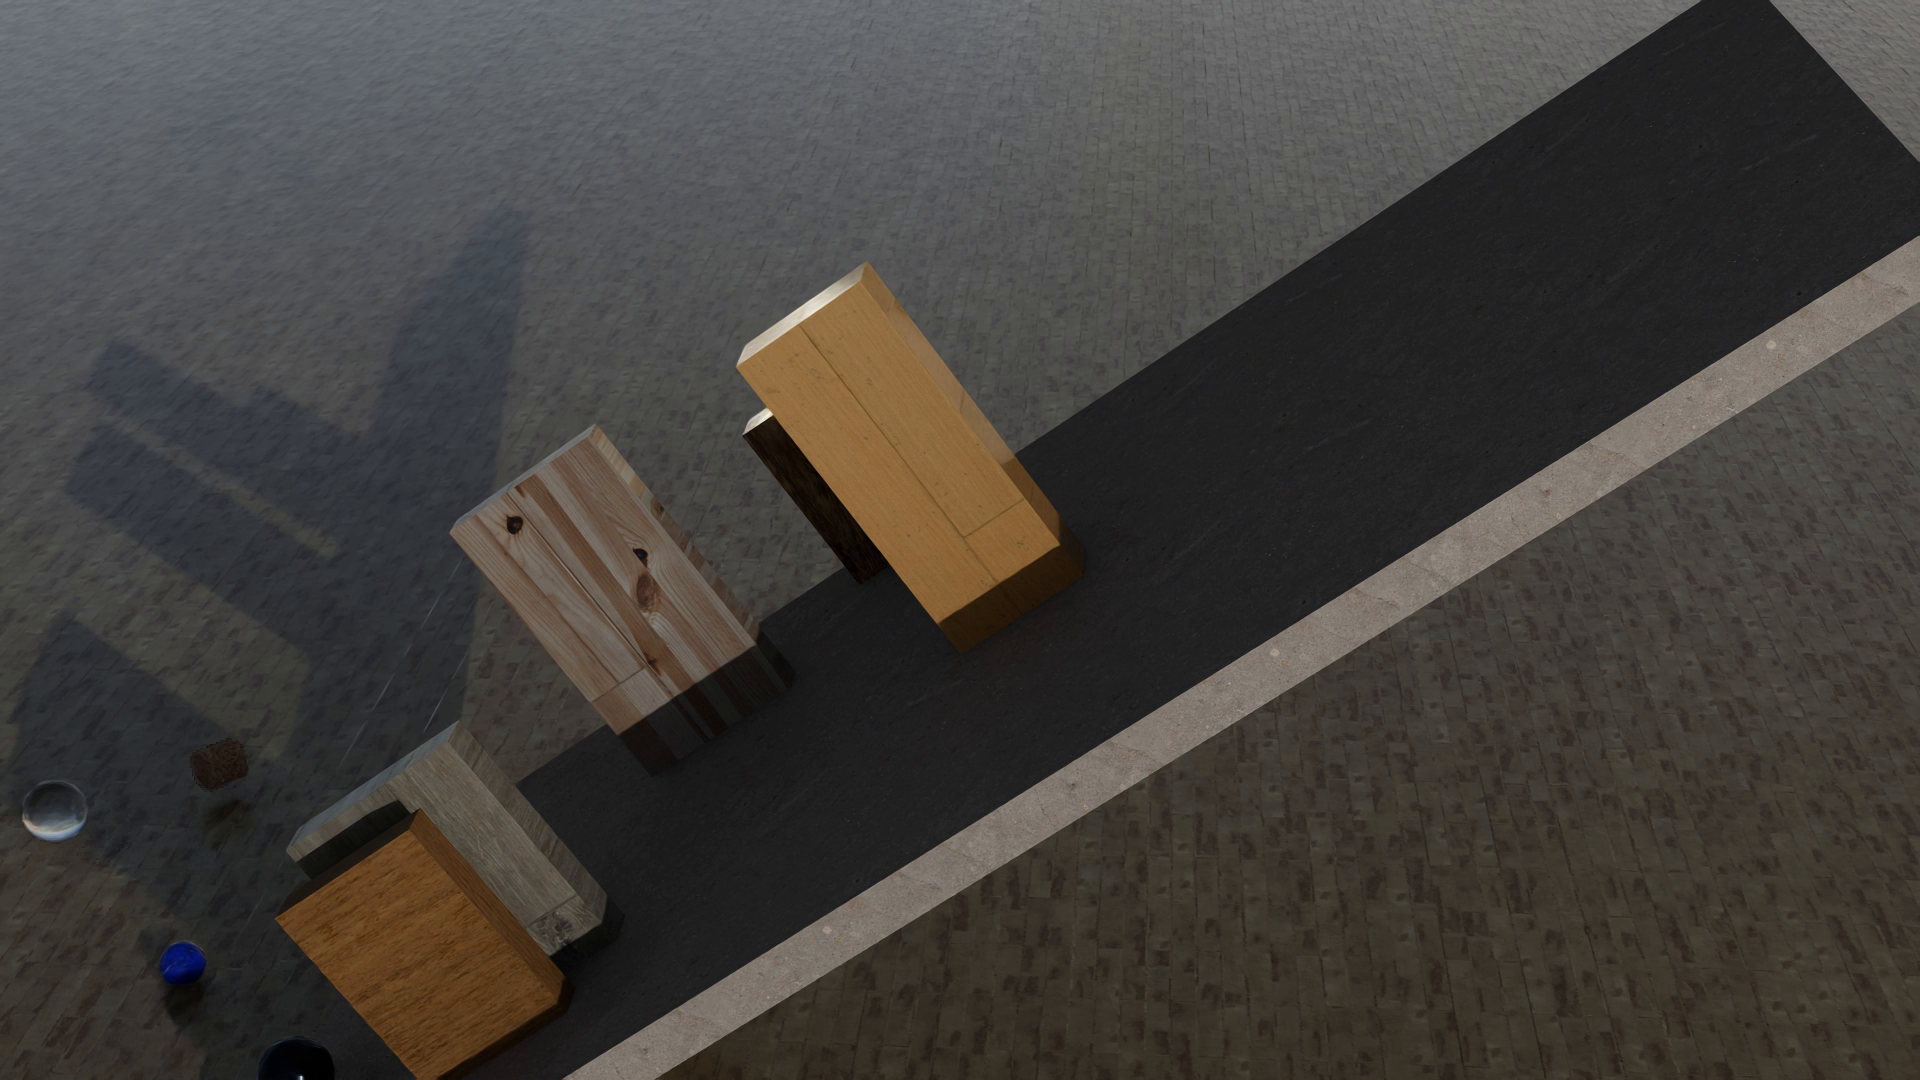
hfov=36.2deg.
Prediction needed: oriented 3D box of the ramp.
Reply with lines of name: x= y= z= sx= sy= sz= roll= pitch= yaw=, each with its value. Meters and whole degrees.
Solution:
ramp: x=0.133 y=0.176 z=6.313 sx=4.000 sy=0.100 sz=2.000 roll=-33 pitch=16 yaw=16

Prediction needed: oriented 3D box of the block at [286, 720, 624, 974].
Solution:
block: x=-1.051 y=0.718 z=6.149 sx=0.443 sy=0.554 sz=0.104 roll=-33 pitch=16 yaw=16

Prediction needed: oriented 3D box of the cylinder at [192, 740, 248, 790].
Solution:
cylinder: x=-2.067 y=0.628 z=8.219 sx=0.108 sy=0.108 sz=0.108 roll=-23 pitch=31 yaw=-39

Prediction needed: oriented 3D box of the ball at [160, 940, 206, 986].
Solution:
ball: x=-1.921 y=1.047 z=7.269 sx=0.111 sy=0.111 sz=0.111 roll=0 pitch=22 yaw=0

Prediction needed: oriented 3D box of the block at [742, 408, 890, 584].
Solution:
block: x=-0.279 y=-0.156 z=7.110 sx=0.247 sy=0.469 sz=0.113 roll=-33 pitch=16 yaw=16

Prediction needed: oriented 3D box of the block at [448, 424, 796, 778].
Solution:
block: x=-0.777 y=0.147 z=6.809 sx=0.415 sy=0.754 sz=0.084 roll=-33 pitch=16 yaw=16

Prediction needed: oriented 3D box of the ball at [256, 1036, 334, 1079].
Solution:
ball: x=-1.462 y=1.175 z=6.473 sx=0.168 sy=0.168 sz=0.168 roll=0 pitch=22 yaw=0

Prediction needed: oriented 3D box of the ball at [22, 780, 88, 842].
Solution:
ball: x=-2.452 y=0.734 z=7.968 sx=0.172 sy=0.172 sz=0.172 roll=0 pitch=22 yaw=0

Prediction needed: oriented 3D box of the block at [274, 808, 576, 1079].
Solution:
block: x=-1.082 y=0.840 z=5.968 sx=0.357 sy=0.500 sz=0.096 roll=-33 pitch=16 yaw=16

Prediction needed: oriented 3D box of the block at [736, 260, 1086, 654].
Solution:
block: x=-0.095 y=-0.167 z=6.145 sx=0.319 sy=0.781 sz=0.145 roll=-33 pitch=16 yaw=16
